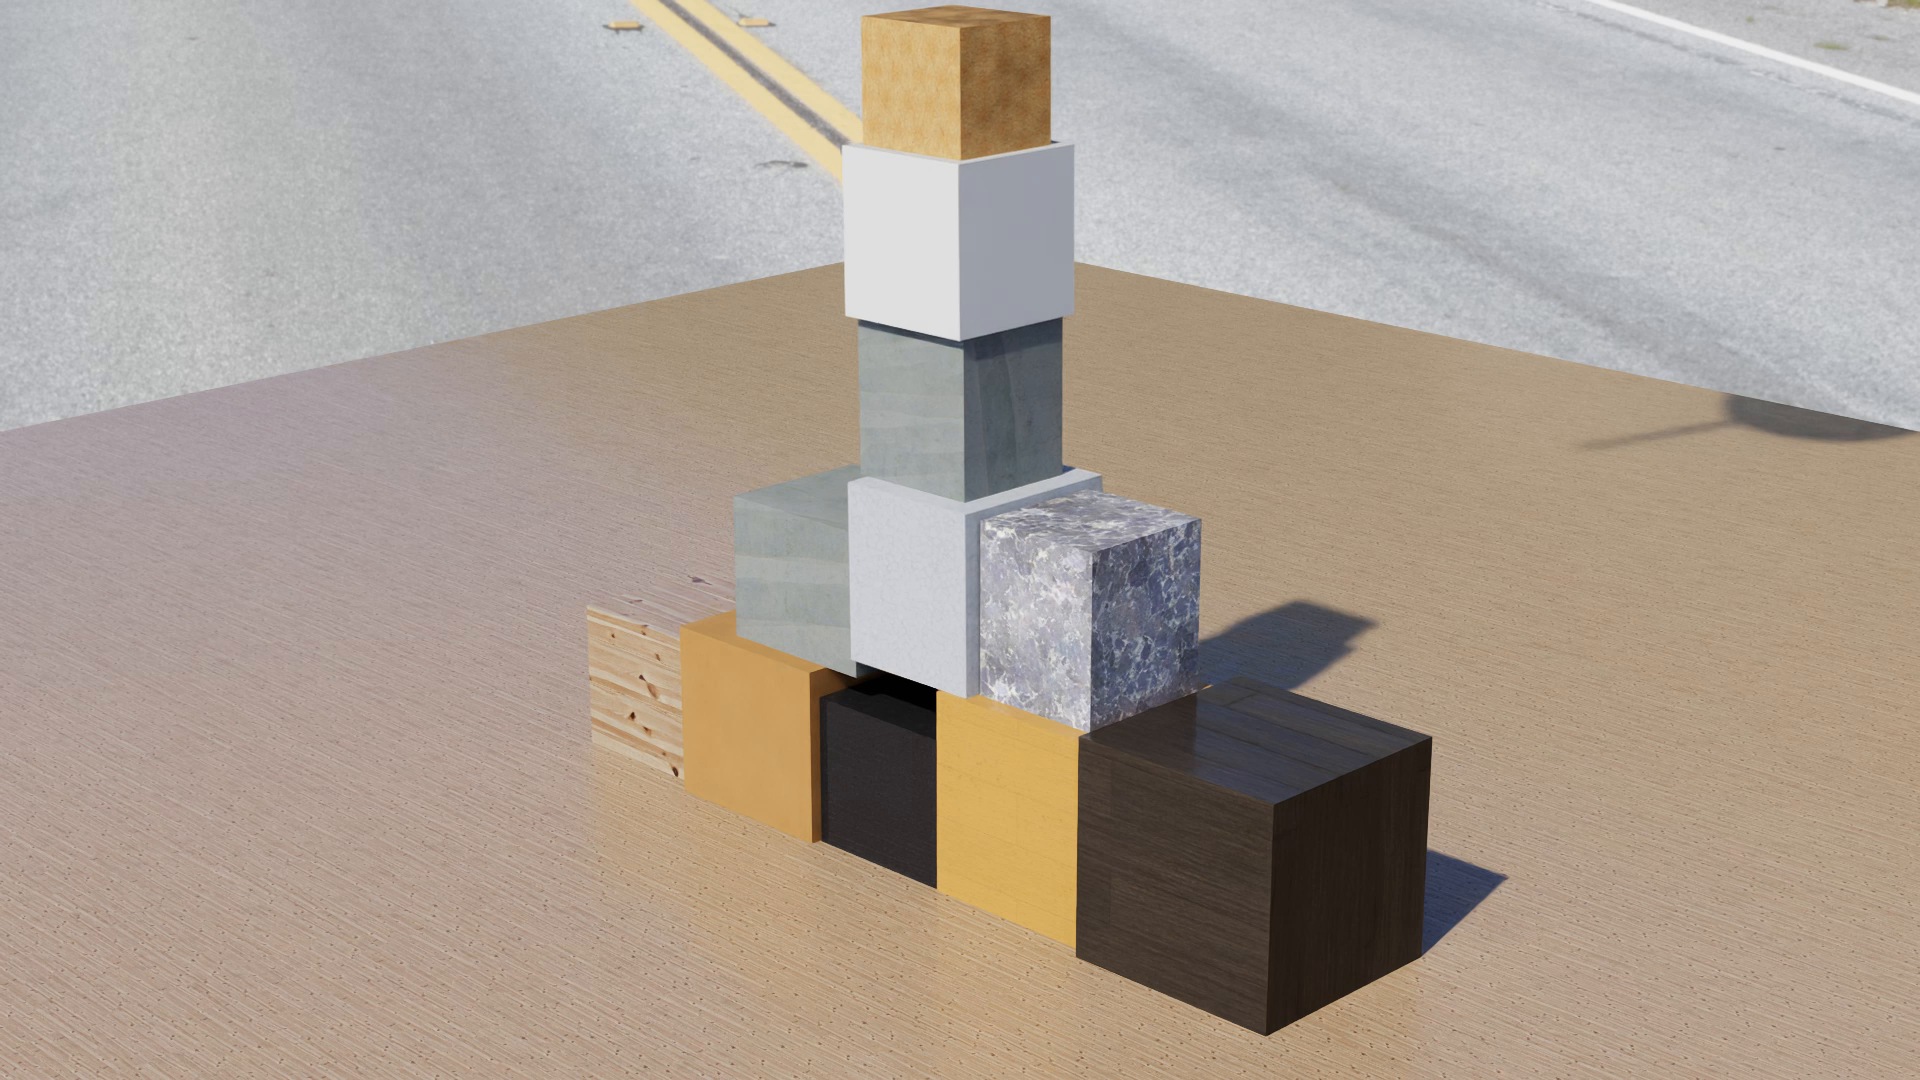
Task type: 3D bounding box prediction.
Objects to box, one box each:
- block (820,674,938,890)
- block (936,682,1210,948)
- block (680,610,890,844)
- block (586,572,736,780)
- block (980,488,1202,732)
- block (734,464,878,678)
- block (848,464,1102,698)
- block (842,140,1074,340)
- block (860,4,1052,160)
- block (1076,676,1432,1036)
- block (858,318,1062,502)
[{"bbox_3d":[-0.060,1.062,13.758,0.901,0.724,0.773,-17,24,-42],"label":"block"},{"bbox_3d":[0.539,1.128,13.149,0.914,0.964,0.905,-17,24,-42],"label":"block"},{"bbox_3d":[-0.683,0.820,14.307,0.969,0.856,0.932,-17,24,-42],"label":"block"},{"bbox_3d":[-1.319,0.688,14.920,0.779,0.742,0.831,-17,24,-42],"label":"block"},{"bbox_3d":[0.569,0.295,12.845,0.701,0.807,0.658,-17,24,-42],"label":"block"},{"bbox_3d":[-0.498,0.130,13.914,0.780,0.698,0.838,-17,24,-42],"label":"block"},{"bbox_3d":[0.073,0.126,13.331,0.880,0.844,0.743,-17,23,-42],"label":"block"},{"bbox_3d":[-0.004,-1.365,12.938,0.720,0.762,0.718,-17,23,-42],"label":"block"},{"bbox_3d":[-0.016,-1.994,12.738,0.556,0.559,0.605,-17,23,-42],"label":"block"},{"bbox_3d":[1.242,1.311,12.476,1.051,1.017,1.054,-17,24,-42],"label":"block"},{"bbox_3d":[0.004,-0.649,13.160,0.625,0.739,0.664,-17,23,-42],"label":"block"}]
